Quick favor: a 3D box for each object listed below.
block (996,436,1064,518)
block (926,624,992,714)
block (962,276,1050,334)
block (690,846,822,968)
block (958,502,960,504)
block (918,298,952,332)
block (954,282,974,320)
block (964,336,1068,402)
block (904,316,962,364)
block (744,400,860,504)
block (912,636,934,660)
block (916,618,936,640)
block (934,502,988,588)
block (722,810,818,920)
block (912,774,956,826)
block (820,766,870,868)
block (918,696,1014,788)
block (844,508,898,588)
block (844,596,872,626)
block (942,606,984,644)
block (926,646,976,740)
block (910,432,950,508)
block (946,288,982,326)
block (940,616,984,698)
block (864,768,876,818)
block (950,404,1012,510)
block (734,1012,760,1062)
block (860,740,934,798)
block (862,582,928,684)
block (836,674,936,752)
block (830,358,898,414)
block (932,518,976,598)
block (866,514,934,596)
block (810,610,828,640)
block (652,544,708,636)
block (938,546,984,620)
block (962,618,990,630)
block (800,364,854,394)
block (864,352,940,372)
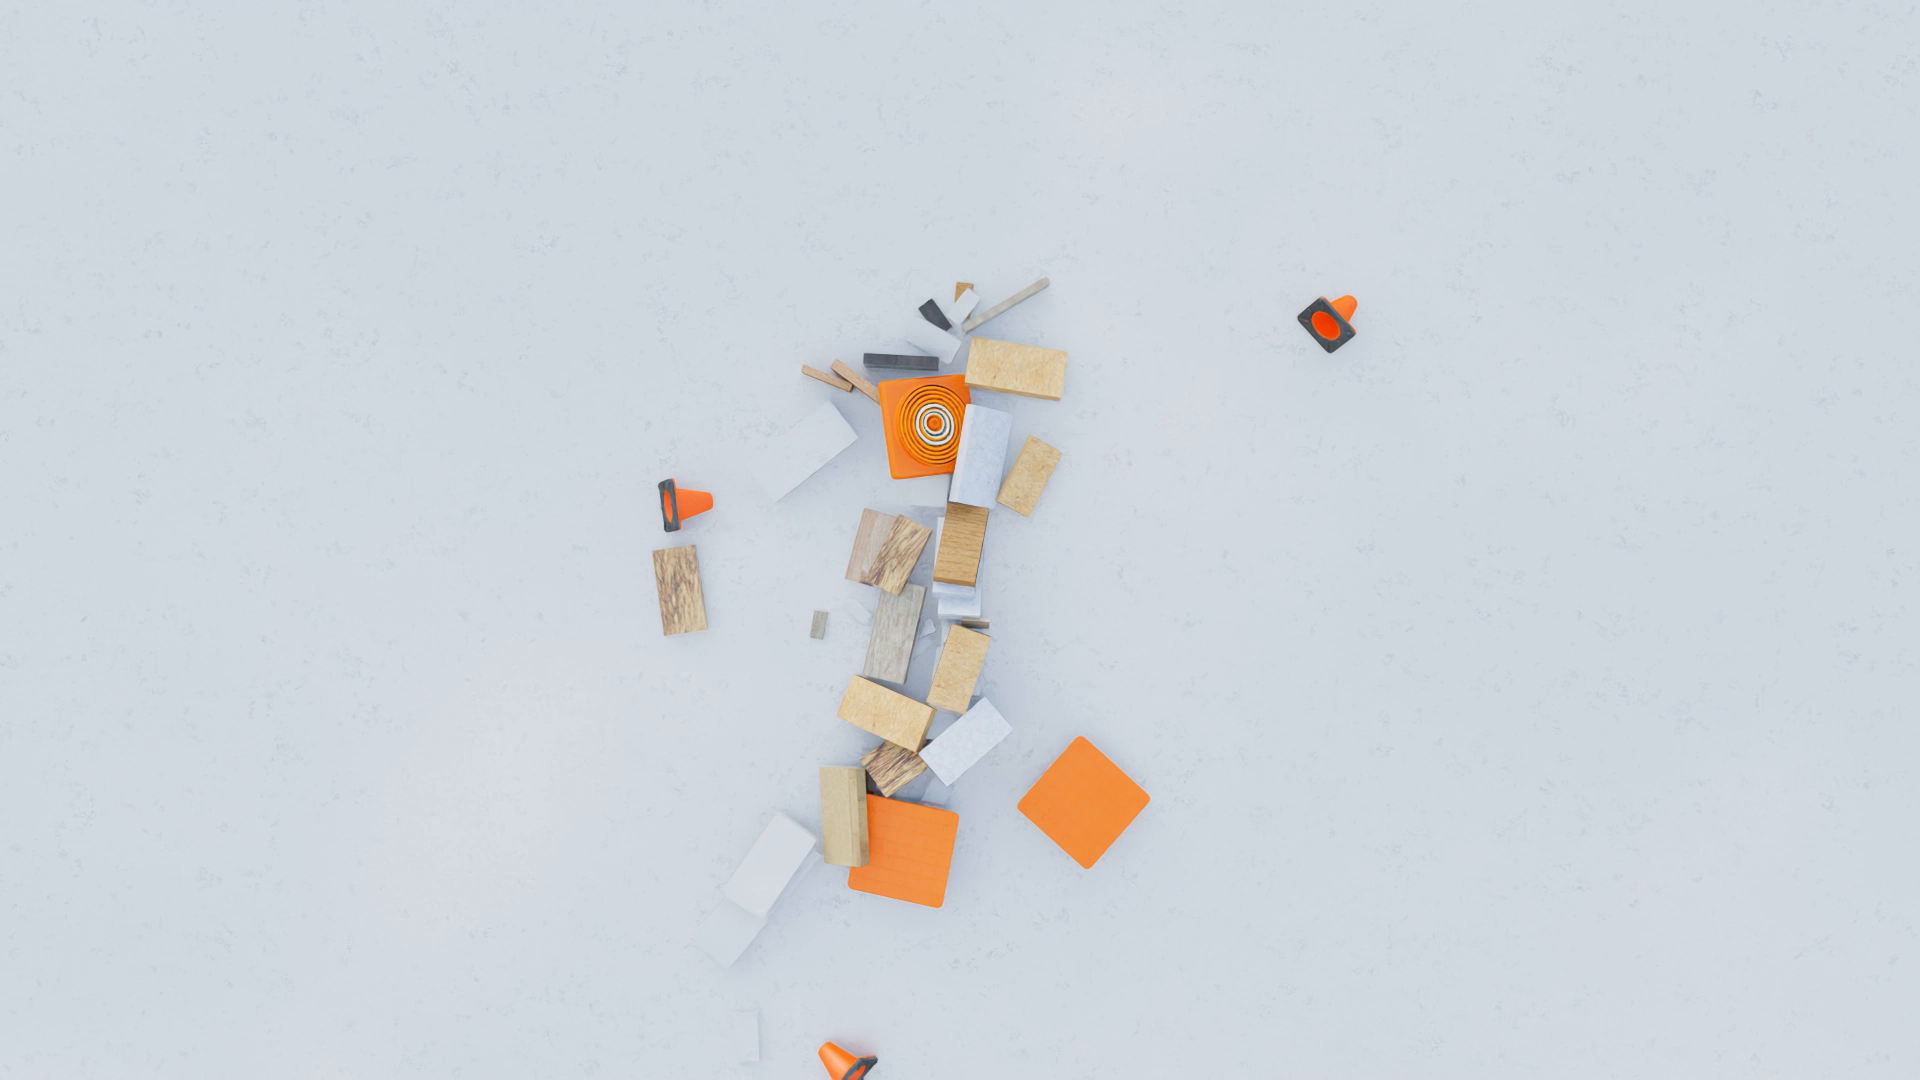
[{"bbox_3d":[0.229,-0.211,5.463,0.122,0.035,0.245,28,90,-20],"label":"block"},{"bbox_3d":[-0.005,0.418,5.360,0.133,0.038,0.266,18,94,-1],"label":"block"},{"bbox_3d":[0.151,-0.776,5.457,0.322,0.087,0.025,-30,90,0],"label":"block"},{"bbox_3d":[-0.674,1.182,5.477,0.160,0.045,0.488,39,90,0],"label":"block"},{"bbox_3d":[0.029,-0.092,5.493,0.092,0.013,0.046,16,90,0],"label":"block"},{"bbox_3d":[-0.083,-0.740,5.492,0.058,0.016,0.116,-36,90,0],"label":"block"},{"bbox_3d":[0.011,-0.797,5.492,0.058,0.016,0.116,6,90,0],"label":"block"},{"bbox_3d":[0.185,-0.566,5.457,0.322,0.046,0.161,9,78,-1],"label":"block"},{"bbox_3d":[-0.089,-0.664,5.476,0.174,0.025,0.087,30,106,0],"label":"block"},{"bbox_3d":[-0.523,-0.293,5.477,0.354,0.046,0.161,-38,90,0],"label":"block"},{"bbox_3d":[-0.135,0.354,5.494,0.092,0.013,0.046,-43,90,0],"label":"block"},{"bbox_3d":[-0.128,0.300,5.481,0.092,0.013,0.046,-24,76,9],"label":"block"},{"bbox_3d":[0.004,0.014,5.389,0.137,0.039,0.274,8,64,6],"label":"block"},{"bbox_3d":[-0.626,1.070,5.432,0.160,0.045,0.319,35,90,0],"label":"block"},{"bbox_3d":[-0.086,0.865,5.489,0.079,0.022,0.158,29,90,0],"label":"block"},{"bbox_3d":[-0.381,0.908,5.434,0.160,0.045,0.320,-3,90,37],"label":"block"},{"bbox_3d":[0.019,0.659,5.371,0.285,0.040,0.143,-40,81,-10],"label":"block"},{"bbox_3d":[-0.292,0.027,5.483,0.122,0.035,0.245,16,90,0],"label":"block"},{"bbox_3d":[-0.341,0.236,5.493,0.092,0.013,0.046,42,90,0],"label":"block"},{"bbox_3d":[0.005,0.211,5.436,0.133,0.038,0.266,-3,70,0],"label":"block"},{"bbox_3d":[-0.024,0.516,5.445,0.153,0.043,0.305,9,77,0],"label":"block"},{"bbox_3d":[-0.099,-0.234,5.483,0.123,0.035,0.246,4,90,0],"label":"block"},{"bbox_3d":[0.012,-0.773,5.475,0.058,0.016,0.116,39,90,0],"label":"block"},{"bbox_3d":[0.003,0.380,5.435,0.133,0.038,0.266,3,77,-1],"label":"block"},{"bbox_3d":[-0.324,0.840,5.489,0.079,0.022,0.158,12,90,0],"label":"block"},{"bbox_3d":[0.069,-0.273,5.434,0.161,0.046,0.322,10,90,-37],"label":"block"},{"bbox_3d":[-0.709,1.651,5.489,0.079,0.022,0.157,-2,90,0],"label":"block"},{"bbox_3d":[-0.162,0.700,5.442,0.305,0.043,0.153,-35,80,-9],"label":"block"},{"bbox_3d":[-0.215,0.300,5.467,0.143,0.040,0.329,13,90,11],"label":"block"},{"bbox_3d":[-0.242,0.569,5.422,0.305,0.043,0.153,21,88,21],"label":"block"},{"bbox_3d":[-0.315,-0.506,5.439,0.246,0.123,0.035,36,90,0],"label":"block"},{"bbox_3d":[-0.012,0.058,5.411,0.137,0.039,0.274,2,63,3],"label":"block"},{"bbox_3d":[-0.200,0.050,5.438,0.122,0.035,0.245,27,90,9],"label":"block"},{"bbox_3d":[-0.470,0.284,5.493,0.046,0.013,0.092,10,90,0],"label":"block"},{"bbox_3d":[-0.930,0.167,5.480,0.143,0.040,0.285,-8,90,0],"label":"block"},{"bbox_3d":[0.005,0.128,5.418,0.137,0.039,0.274,3,63,3],"label":"block"},{"bbox_3d":[0.050,0.270,5.368,0.092,0.046,0.013,3,56,2],"label":"block"},{"bbox_3d":[-0.438,-0.533,5.457,0.174,0.087,0.025,22,90,0],"label":"block"},{"bbox_3d":[-0.193,-0.586,5.439,0.246,0.123,0.035,3,90,0],"label":"block"}]
